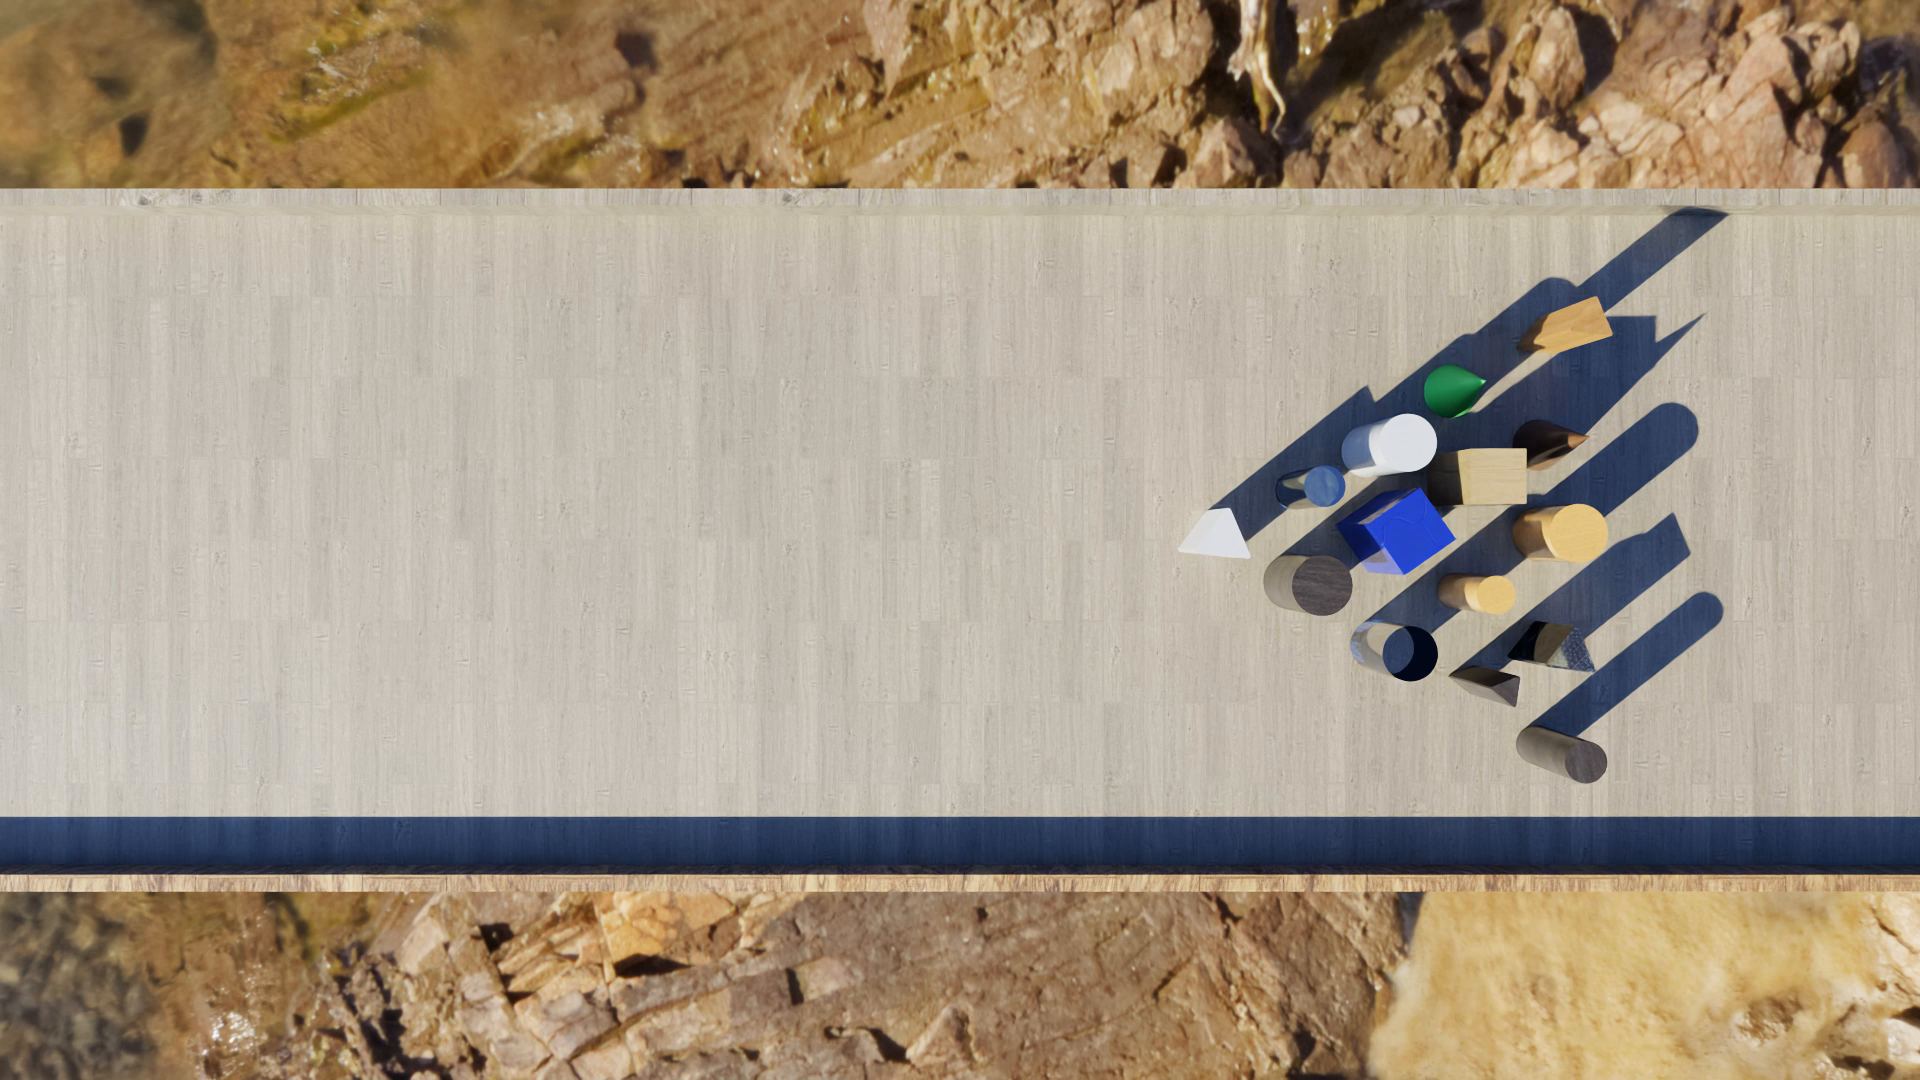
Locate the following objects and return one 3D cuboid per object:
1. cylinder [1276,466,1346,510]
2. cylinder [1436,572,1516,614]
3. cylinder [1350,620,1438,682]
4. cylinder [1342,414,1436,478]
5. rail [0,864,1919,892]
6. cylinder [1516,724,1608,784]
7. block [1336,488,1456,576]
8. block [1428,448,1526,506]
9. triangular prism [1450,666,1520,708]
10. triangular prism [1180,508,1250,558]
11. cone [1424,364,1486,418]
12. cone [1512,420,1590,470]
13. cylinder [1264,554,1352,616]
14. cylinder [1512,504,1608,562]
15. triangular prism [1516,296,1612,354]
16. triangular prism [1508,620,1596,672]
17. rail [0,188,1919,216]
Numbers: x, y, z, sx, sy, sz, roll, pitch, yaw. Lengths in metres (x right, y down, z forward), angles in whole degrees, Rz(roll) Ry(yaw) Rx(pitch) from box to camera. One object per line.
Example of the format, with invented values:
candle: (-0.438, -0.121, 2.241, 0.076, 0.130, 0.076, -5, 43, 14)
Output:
cylinder: (1.029, -0.152, 4.863, 0.117, 0.427, 0.117, 0, 90, 0)
cylinder: (1.523, 0.156, 4.880, 0.110, 0.394, 0.110, 0, 90, 0)
cylinder: (1.280, 0.324, 4.882, 0.158, 0.390, 0.158, 0, 90, 0)
cylinder: (1.255, -0.273, 4.848, 0.163, 0.458, 0.163, 0, 90, 0)
rail: (-2.247, 1.025, 5.001, 12.000, 0.150, 0.050, 0, 90, 0)
cylinder: (1.771, 0.629, 4.871, 0.121, 0.411, 0.121, 0, 90, 0)
block: (1.278, -0.024, 4.868, 0.178, 0.416, 0.178, -35, 90, 0)
block: (1.517, -0.180, 4.859, 0.156, 0.434, 0.156, 0, 90, 0)
triangular prism: (1.561, 0.416, 4.871, 0.088, 0.410, 0.076, 39, 90, 0)
triangular prism: (0.756, -0.025, 4.883, 0.154, 0.386, 0.134, 7, 90, 0)
cone: (1.510, -0.458, 4.907, 0.166, 0.339, 0.166, 0, 90, 0)
cone: (1.780, -0.292, 4.867, 0.159, 0.419, 0.159, 0, 90, 0)
cylinder: (1.019, 0.129, 4.857, 0.172, 0.440, 0.172, 0, 90, 0)
cylinder: (1.784, -0.019, 4.916, 0.170, 0.322, 0.170, 0, 90, 0)
triangular prism: (1.776, -0.633, 4.850, 0.119, 0.454, 0.103, 7, 90, 0)
triangular prism: (1.765, 0.309, 4.910, 0.143, 0.334, 0.124, 8, 90, 0)
rail: (-2.247, -1.025, 5.002, 12.000, 0.150, 0.050, 0, 90, 0)
